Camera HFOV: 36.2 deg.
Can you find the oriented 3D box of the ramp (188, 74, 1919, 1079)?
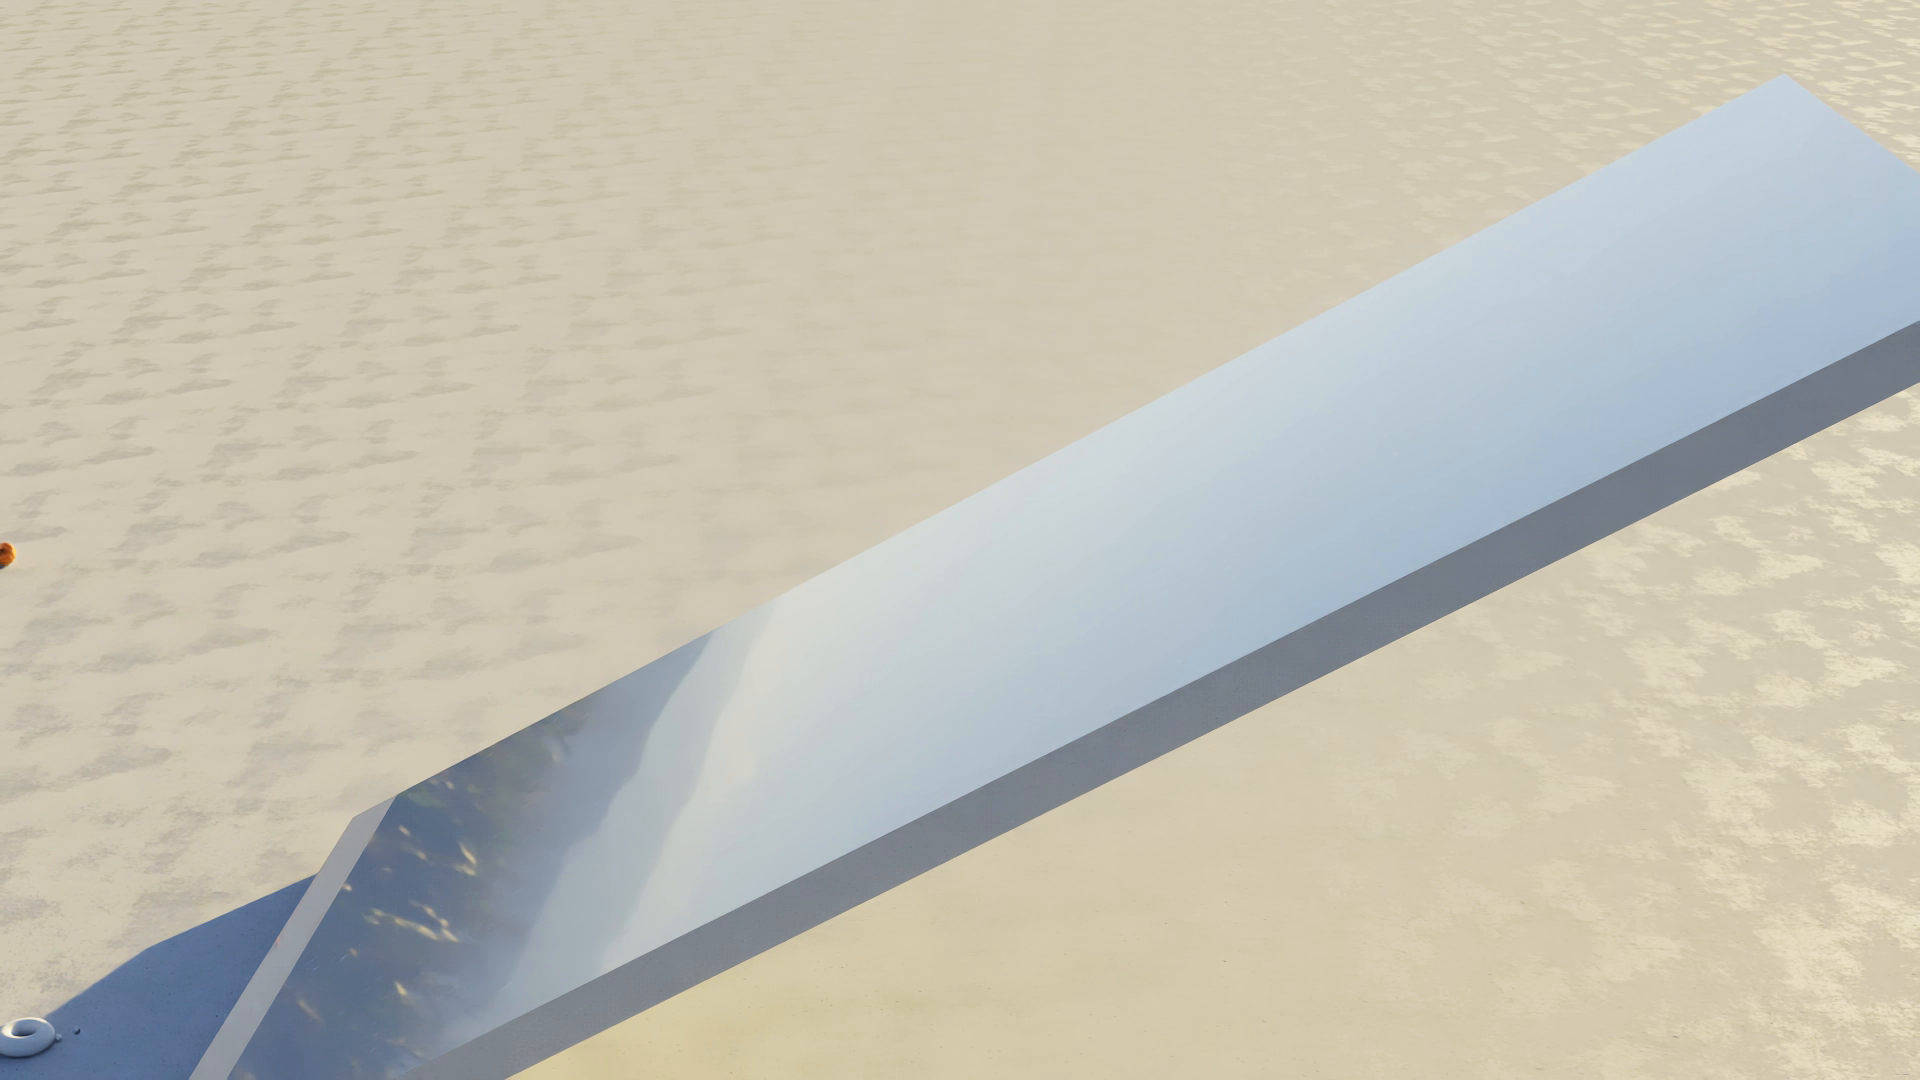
[{"bbox_3d":[0.142,0.167,6.283,4.000,0.100,2.000,-27,14,11],"label":"ramp"}]

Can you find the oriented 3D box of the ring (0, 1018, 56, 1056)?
[{"bbox_3d":[-2.099,1.116,6.599,0.134,0.045,0.134,1,19,0],"label":"ring"}]
